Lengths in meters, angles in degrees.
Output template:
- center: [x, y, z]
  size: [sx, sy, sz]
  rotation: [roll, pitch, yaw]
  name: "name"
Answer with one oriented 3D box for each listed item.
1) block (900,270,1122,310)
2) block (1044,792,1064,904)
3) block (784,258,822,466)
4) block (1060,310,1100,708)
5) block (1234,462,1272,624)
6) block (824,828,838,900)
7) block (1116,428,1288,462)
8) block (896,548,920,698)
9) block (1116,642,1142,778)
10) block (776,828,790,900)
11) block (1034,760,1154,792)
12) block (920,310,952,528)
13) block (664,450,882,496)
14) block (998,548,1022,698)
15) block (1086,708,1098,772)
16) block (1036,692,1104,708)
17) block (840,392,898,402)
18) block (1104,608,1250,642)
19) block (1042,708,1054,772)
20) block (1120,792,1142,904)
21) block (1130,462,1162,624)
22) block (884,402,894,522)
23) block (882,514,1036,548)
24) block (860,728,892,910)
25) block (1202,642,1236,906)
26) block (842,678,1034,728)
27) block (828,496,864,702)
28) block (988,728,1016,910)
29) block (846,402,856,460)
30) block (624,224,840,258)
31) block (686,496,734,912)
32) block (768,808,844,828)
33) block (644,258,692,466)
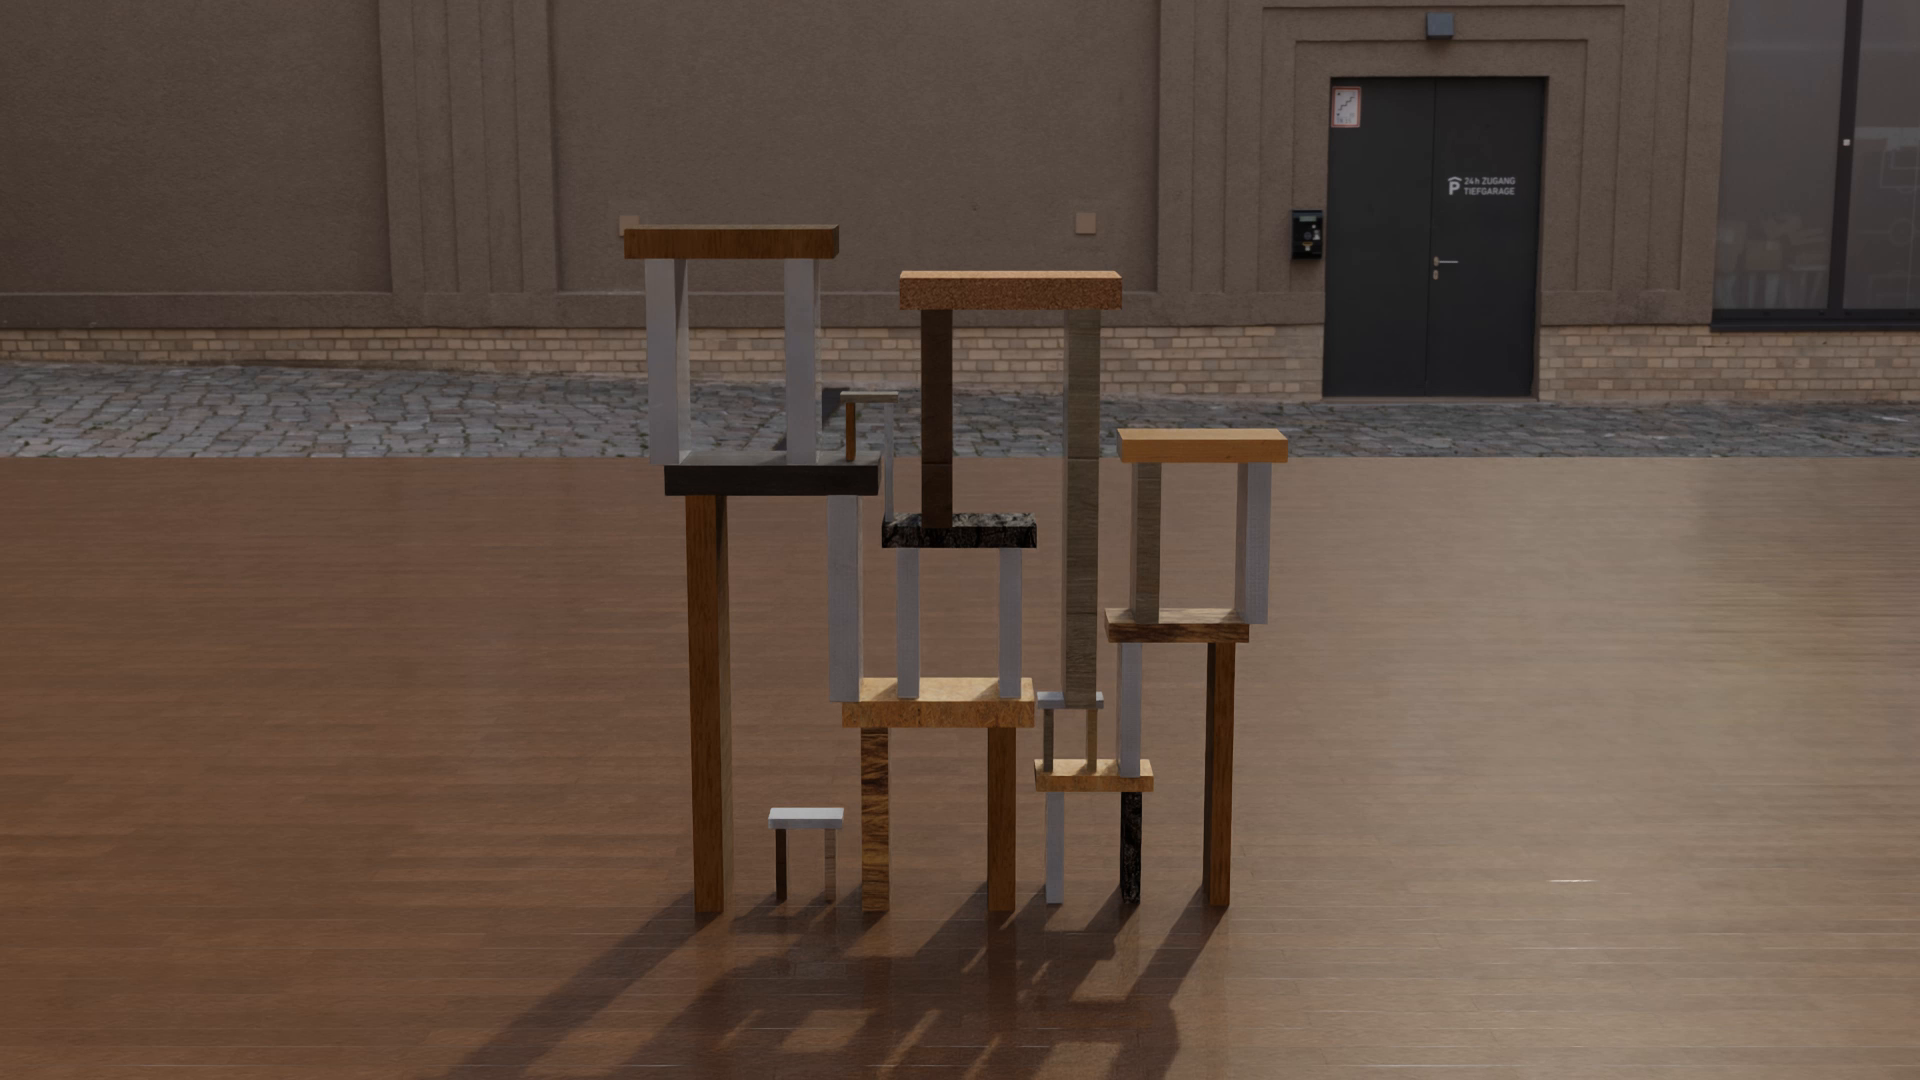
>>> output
- center: [0.079, -0.397, 3.491]
  size: [0.345, 0.049, 0.172]
  rotation: [0, 11, 0]
  name: "block"
- center: [0.156, 0.496, 3.653]
  size: [0.027, 0.191, 0.095]
  rotation: [0, 11, 0]
  name: "block"
- center: [-0.249, -0.290, 3.502]
  size: [0.046, 0.322, 0.161]
  rotation: [0, 11, 0]
  name: "block"
- center: [0.194, -0.059, 3.554]
  size: [0.049, 0.639, 0.172]
  rotation: [0, 11, 0]
  name: "block"
- center: [0.474, -0.006, 3.562]
  size: [0.037, 0.261, 0.131]
  rotation: [0, 11, 0]
  name: "block"
- center: [-0.214, 0.530, 3.661]
  size: [0.017, 0.122, 0.061]
  rotation: [0, 11, 0]
  name: "block"
- center: [0.387, -0.152, 3.535]
  size: [0.261, 0.037, 0.131]
  rotation: [0, 11, 0]
  name: "block"
- center: [-0.083, 0.123, 3.579]
  size: [0.035, 0.247, 0.123]
  rotation: [0, 11, 0]
  name: "block"
- center: [0.277, 0.265, 3.608]
  size: [0.032, 0.225, 0.112]
  rotation: [0, 10, 0]
  name: "block"
- center: [-0.295, 0.530, 3.661]
  size: [0.017, 0.122, 0.061]
  rotation: [0, 11, 0]
  name: "block"
- center: [0.220, 0.389, 3.633]
  size: [0.191, 0.027, 0.095]
  rotation: [0, 11, 0]
  name: "block"
- center: [-0.036, -0.204, 3.527]
  size: [0.049, 0.345, 0.172]
  rotation: [0, 11, 0]
  name: "block"
- center: [-0.297, -0.109, 3.537]
  size: [0.335, 0.047, 0.167]
  rotation: [0, 11, 0]
  name: "block"
- center: [0.081, 0.123, 3.580]
  size: [0.035, 0.247, 0.123]
  rotation: [0, 11, 0]
  name: "block"
- center: [0.216, 0.323, 3.620]
  size: [0.015, 0.107, 0.054]
  rotation: [0, 11, 0]
  name: "block"
- center: [0.181, 0.263, 3.609]
  size: [0.107, 0.015, 0.054]
  rotation: [0, 11, 0]
  name: "block"
- center: [-0.144, -0.228, 3.514]
  size: [0.092, 0.013, 0.046]
  rotation: [0, 11, 1]
  name: "block"
- center: [0.352, 0.139, 3.585]
  size: [0.225, 0.032, 0.113]
  rotation: [0, 11, 0]
  name: "block"
- center: [0.145, 0.323, 3.620]
  size: [0.015, 0.107, 0.054]
  rotation: [0, 11, 0]
  name: "block"
- center: [0.284, 0.496, 3.653]
  size: [0.027, 0.191, 0.095]
  rotation: [0, 11, 0]
  name: "block"
- center: [0.300, -0.006, 3.562]
  size: [0.037, 0.261, 0.131]
  rotation: [0, 11, 0]
  name: "block"
- center: [-0.114, -0.127, 3.533]
  size: [0.013, 0.192, 0.046]
  rotation: [0, 11, 0]
  name: "block"
- center: [-0.001, -0.016, 3.554]
  size: [0.247, 0.035, 0.123]
  rotation: [0, 11, 0]
  name: "block"
- center: [-0.138, 0.439, 3.637]
  size: [0.044, 0.309, 0.154]
  rotation: [0, 11, 0]
  name: "block"
- center: [0.427, 0.372, 3.628]
  size: [0.032, 0.443, 0.113]
  rotation: [0, 11, 0]
  name: "block"
- center: [-0.035, 0.266, 3.605]
  size: [0.309, 0.044, 0.154]
  rotation: [0, 11, 0]
  name: "block"
- center: [-0.185, 0.079, 3.572]
  size: [0.047, 0.335, 0.167]
  rotation: [0, 11, 0]
  name: "block"
- center: [0.068, 0.439, 3.637]
  size: [0.044, 0.309, 0.154]
  rotation: [0, 11, 0]
  name: "block"
- center: [-0.175, -0.177, 3.523]
  size: [0.013, 0.092, 0.046]
  rotation: [0, 11, 0]
  name: "block"
- center: [-0.356, -0.471, 3.468]
  size: [0.322, 0.046, 0.161]
  rotation: [0, 11, 0]
  name: "block"
- center: [-0.408, 0.253, 3.604]
  size: [0.047, 0.687, 0.167]
  rotation: [0, 11, 0]
  name: "block"
- center: [-0.255, 0.462, 3.648]
  size: [0.122, 0.017, 0.061]
  rotation: [0, 11, 0]
  name: "block"
- center: [-0.464, -0.290, 3.502]
  size: [0.046, 0.322, 0.161]
  rotation: [0, 11, 0]
  name: "block"
